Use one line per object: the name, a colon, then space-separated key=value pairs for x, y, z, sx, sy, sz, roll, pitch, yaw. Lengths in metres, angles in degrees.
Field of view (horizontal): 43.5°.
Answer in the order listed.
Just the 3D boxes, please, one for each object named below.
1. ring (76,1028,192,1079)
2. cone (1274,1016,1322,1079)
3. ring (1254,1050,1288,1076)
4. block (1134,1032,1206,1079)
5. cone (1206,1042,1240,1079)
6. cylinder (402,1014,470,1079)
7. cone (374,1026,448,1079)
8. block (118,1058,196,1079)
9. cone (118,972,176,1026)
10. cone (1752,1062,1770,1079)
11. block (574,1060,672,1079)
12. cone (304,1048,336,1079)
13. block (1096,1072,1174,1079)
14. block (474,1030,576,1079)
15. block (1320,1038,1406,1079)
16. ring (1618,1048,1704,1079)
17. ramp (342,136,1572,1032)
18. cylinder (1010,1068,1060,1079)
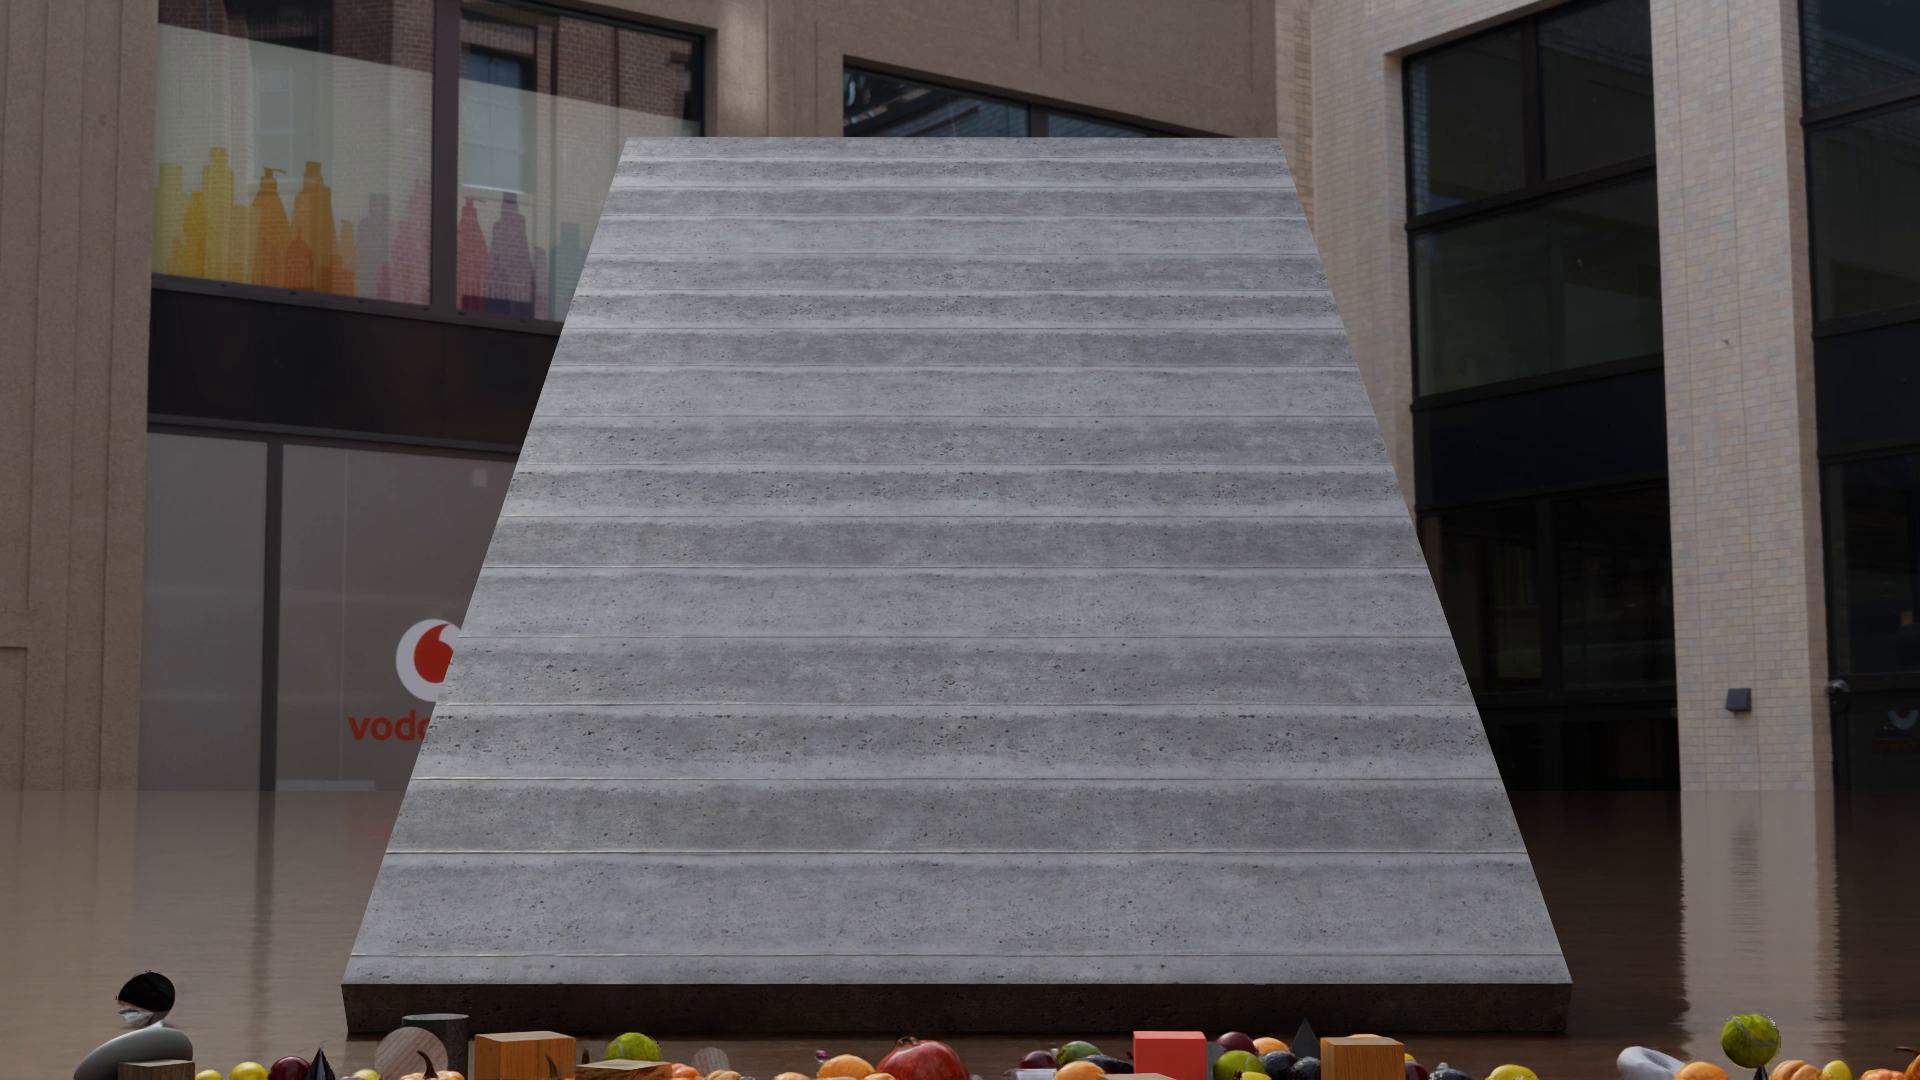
ring: x=-1.038 y=0.662 z=3.020 sx=0.147 sy=0.049 sz=0.147 roll=-25 pitch=-24 yaw=-12
cone: x=0.470 y=0.693 z=3.268 sx=0.090 sy=0.090 sz=0.090 roll=0 pitch=-6 yaw=0
ring: x=0.456 y=0.733 z=3.363 sx=0.087 sy=0.029 sz=0.087 roll=1 pitch=-4 yaw=0
block: x=0.265 y=0.671 z=3.043 sx=0.088 sy=0.088 sz=0.088 roll=0 pitch=-6 yaw=2
cone: x=0.312 y=0.707 z=3.138 sx=0.079 sy=0.079 sz=0.079 roll=3 pitch=-33 yaw=-27
cylinder: x=-0.712 y=0.692 z=3.262 sx=0.090 sy=0.090 sz=0.090 roll=0 pitch=-6 yaw=0
cone: x=-0.736 y=0.709 z=3.194 sx=0.095 sy=0.095 sz=0.095 roll=2 pitch=-33 yaw=-22
block: x=-0.984 y=0.673 z=2.945 sx=0.065 sy=0.065 sz=0.065 roll=-5 pitch=-7 yaw=38
cone: x=-1.374 y=0.801 z=4.097 sx=0.096 sy=0.096 sz=0.096 roll=0 pitch=-32 yaw=-3
cone: x=0.958 y=0.661 z=2.873 sx=0.073 sy=0.073 sz=0.073 roll=0 pitch=-6 yaw=0
block: x=-0.391 y=0.649 z=2.792 sx=0.080 sy=0.080 sz=0.080 roll=-3 pitch=-7 yaw=30
cone: x=-0.814 y=0.680 z=3.058 sx=0.072 sy=0.072 sz=0.072 roll=0 pitch=-6 yaw=0
block: x=0.201 y=0.646 z=2.727 sx=0.073 sy=0.073 sz=0.073 roll=1 pitch=-6 yaw=-14
block: x=-0.536 y=0.658 z=2.957 sx=0.095 sy=0.095 sz=0.095 roll=3 pitch=-7 yaw=-30
block: x=0.499 y=0.665 z=2.979 sx=0.087 sy=0.087 sz=0.087 roll=0 pitch=-6 yaw=-2
ring: x=0.896 y=0.684 z=3.069 sx=0.116 sy=0.039 sz=0.116 roll=19 pitch=7 yaw=-2
ramp: x=-0.013 y=-0.215 z=5.673 sx=2.000 sy=0.100 sz=4.000 roll=0 pitch=29 yaw=0
cylinder: x=0.093 y=0.682 z=2.977 sx=0.053 sy=0.053 sz=0.053 roll=1 pitch=-6 yaw=-13
